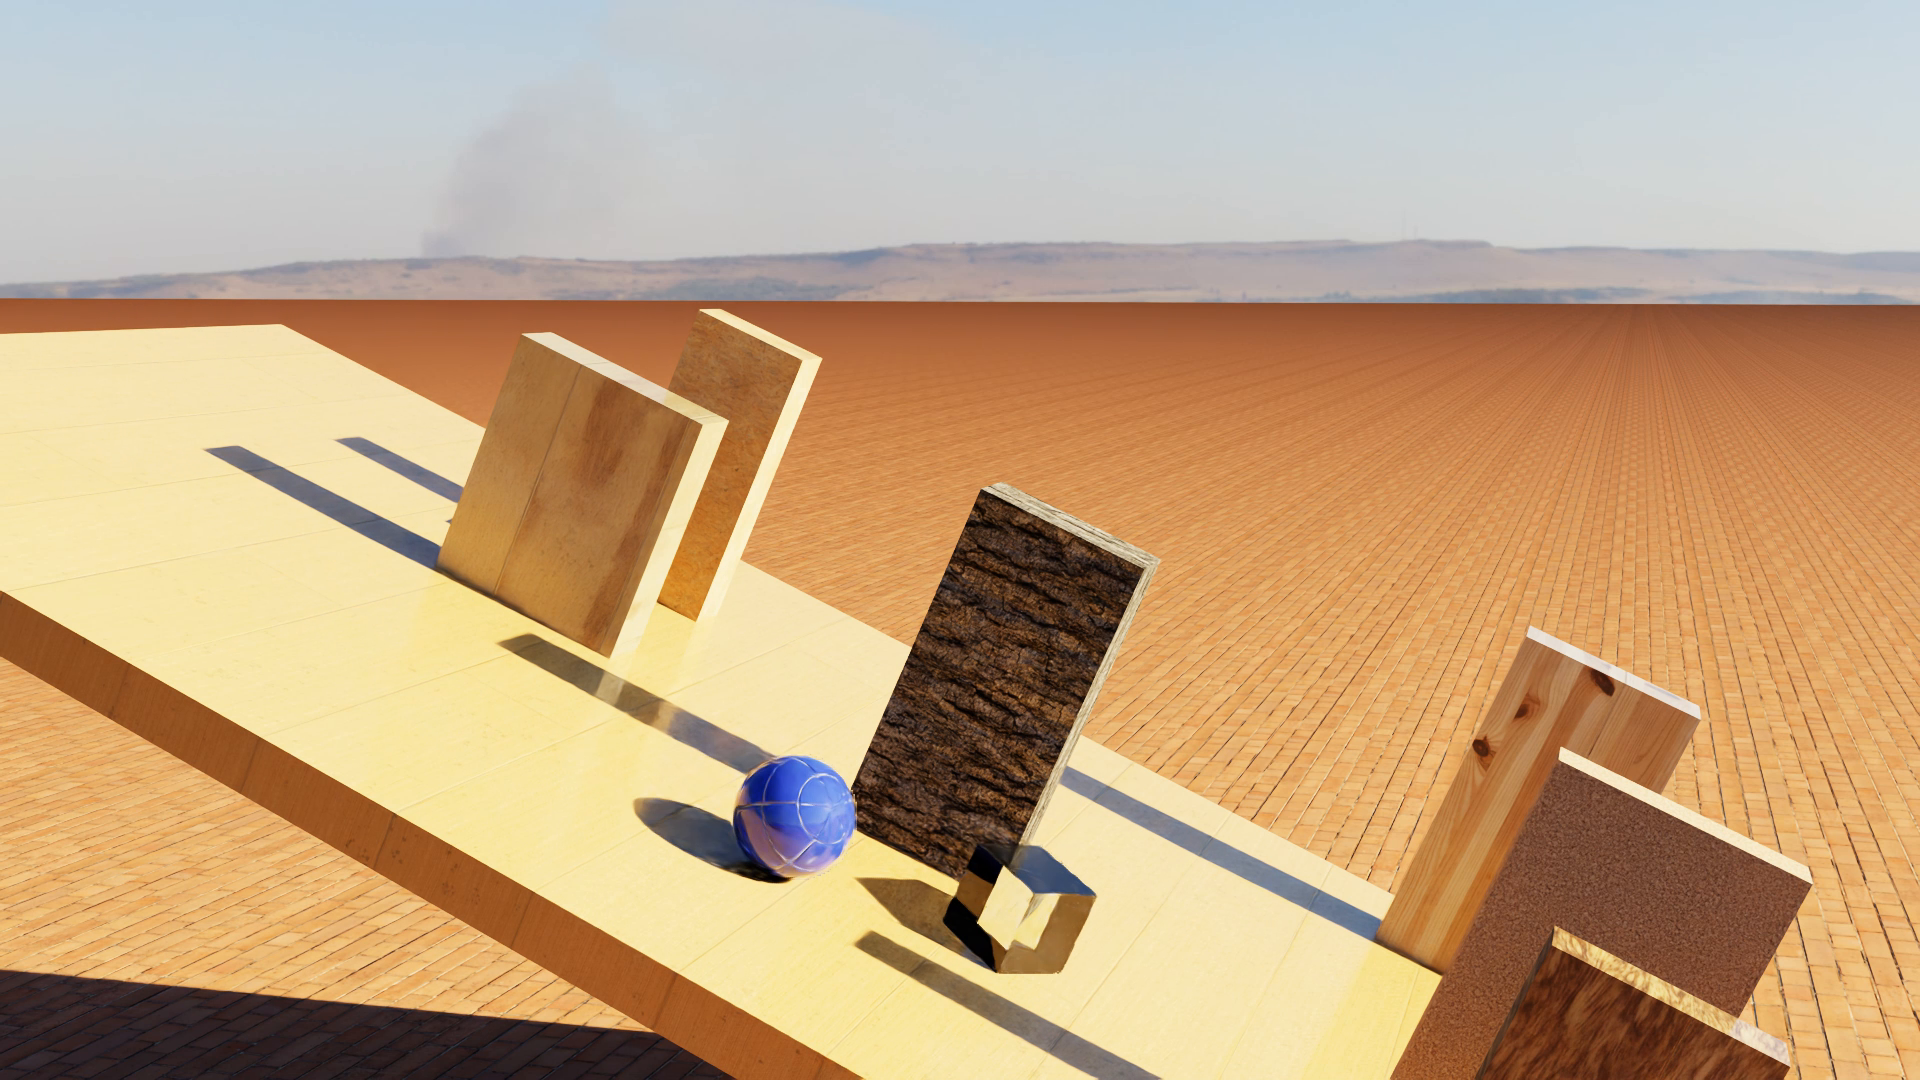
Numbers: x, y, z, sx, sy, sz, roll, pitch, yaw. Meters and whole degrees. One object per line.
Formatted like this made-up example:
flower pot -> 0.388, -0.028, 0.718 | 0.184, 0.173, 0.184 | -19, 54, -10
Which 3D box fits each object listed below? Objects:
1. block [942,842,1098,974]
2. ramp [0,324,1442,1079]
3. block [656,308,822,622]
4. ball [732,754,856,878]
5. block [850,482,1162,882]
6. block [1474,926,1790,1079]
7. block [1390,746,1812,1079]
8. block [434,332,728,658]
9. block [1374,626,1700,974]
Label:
block -> 0.101, 0.624, 3.718 | 0.156, 0.156, 0.156 | 11, 18, -44
ramp -> -0.280, 0.484, 4.179 | 4.000, 0.100, 2.000 | 26, 13, 13
block -> -0.538, -0.160, 4.701 | 0.254, 0.613, 0.112 | 26, 13, 13
ball -> -0.274, 0.456, 3.633 | 0.203, 0.203, 0.203 | 0, 7, 0
block -> 0.068, 0.268, 3.946 | 0.320, 0.663, 0.139 | 26, 13, 13
block -> 0.807, 0.869, 2.943 | 0.325, 0.618, 0.091 | 26, 13, 13
block -> 0.906, 0.741, 3.292 | 0.387, 0.766, 0.093 | 26, 13, 13
block -> -0.745, -0.090, 4.316 | 0.414, 0.503, 0.123 | 26, 13, 13
block -> 1.177, 0.581, 4.505 | 0.368, 0.710, 0.143 | 26, 13, 13
